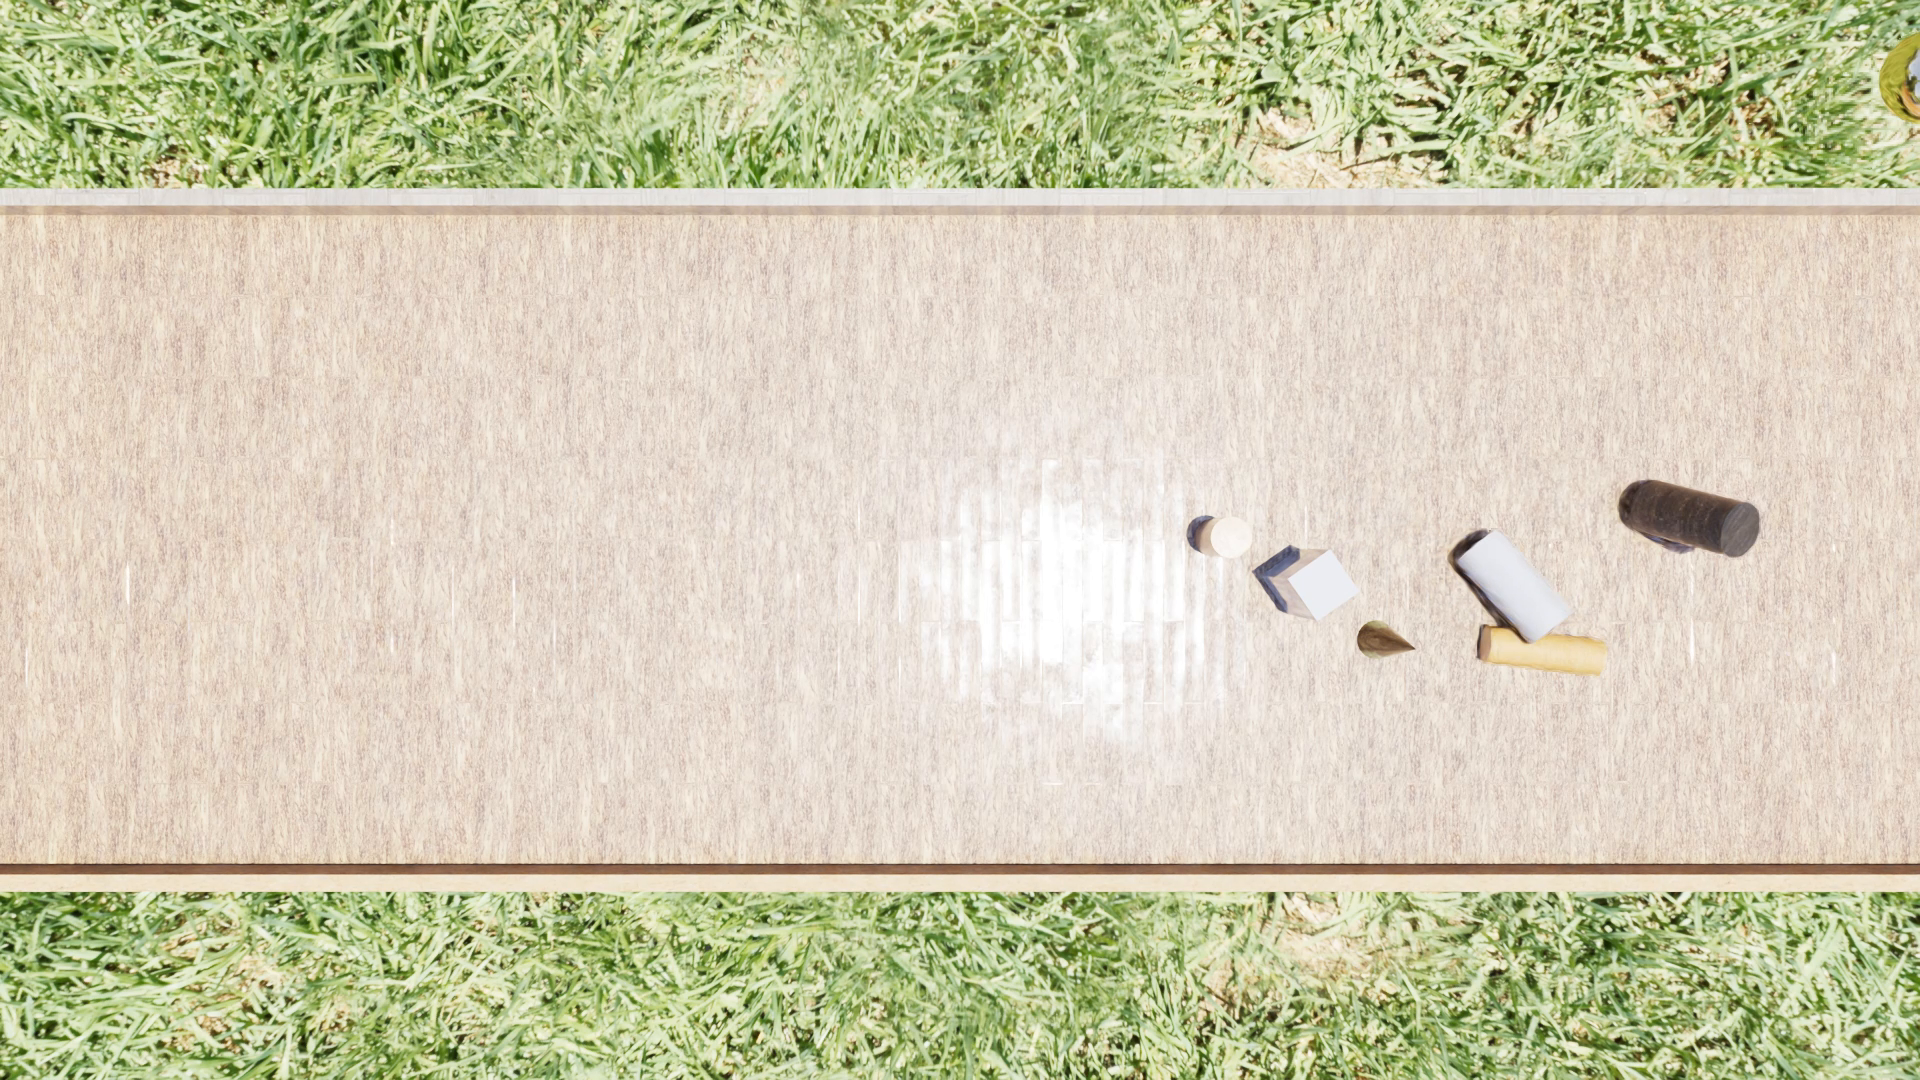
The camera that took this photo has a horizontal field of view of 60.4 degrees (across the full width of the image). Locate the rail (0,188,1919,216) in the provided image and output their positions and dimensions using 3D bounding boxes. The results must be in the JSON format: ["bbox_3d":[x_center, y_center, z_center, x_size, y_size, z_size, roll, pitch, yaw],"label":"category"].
[{"bbox_3d":[-2.247,-1.025,5.002,12.000,0.150,0.050,0,90,0],"label":"rail"}]

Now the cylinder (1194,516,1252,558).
[{"bbox_3d":[0.780,-0.007,4.908,0.119,0.338,0.119,0,90,0],"label":"cylinder"}]

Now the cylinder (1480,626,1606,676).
[{"bbox_3d":[1.773,0.337,5.021,0.349,0.111,0.111,7,90,0],"label":"cylinder"}]

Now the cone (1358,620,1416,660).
[{"bbox_3d":[1.282,0.307,4.853,0.120,0.447,0.120,0,90,0],"label":"cone"}]

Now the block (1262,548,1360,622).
[{"bbox_3d":[1.028,0.128,4.868,0.146,0.416,0.146,-35,90,0],"label":"block"}]

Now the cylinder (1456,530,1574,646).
[{"bbox_3d":[1.666,0.143,4.954,0.156,0.156,0.328,-38,73,0],"label":"cylinder"}]

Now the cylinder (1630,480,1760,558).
[{"bbox_3d":[2.177,-0.066,4.895,0.164,0.325,0.164,-8,107,-26],"label":"cylinder"}]

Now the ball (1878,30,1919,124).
[{"bbox_3d":[2.825,-1.347,4.791,0.273,0.273,0.273,0,90,0],"label":"ball"}]

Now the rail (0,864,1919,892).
[{"bbox_3d":[-2.247,1.025,5.001,12.000,0.150,0.050,0,90,0],"label":"rail"}]
